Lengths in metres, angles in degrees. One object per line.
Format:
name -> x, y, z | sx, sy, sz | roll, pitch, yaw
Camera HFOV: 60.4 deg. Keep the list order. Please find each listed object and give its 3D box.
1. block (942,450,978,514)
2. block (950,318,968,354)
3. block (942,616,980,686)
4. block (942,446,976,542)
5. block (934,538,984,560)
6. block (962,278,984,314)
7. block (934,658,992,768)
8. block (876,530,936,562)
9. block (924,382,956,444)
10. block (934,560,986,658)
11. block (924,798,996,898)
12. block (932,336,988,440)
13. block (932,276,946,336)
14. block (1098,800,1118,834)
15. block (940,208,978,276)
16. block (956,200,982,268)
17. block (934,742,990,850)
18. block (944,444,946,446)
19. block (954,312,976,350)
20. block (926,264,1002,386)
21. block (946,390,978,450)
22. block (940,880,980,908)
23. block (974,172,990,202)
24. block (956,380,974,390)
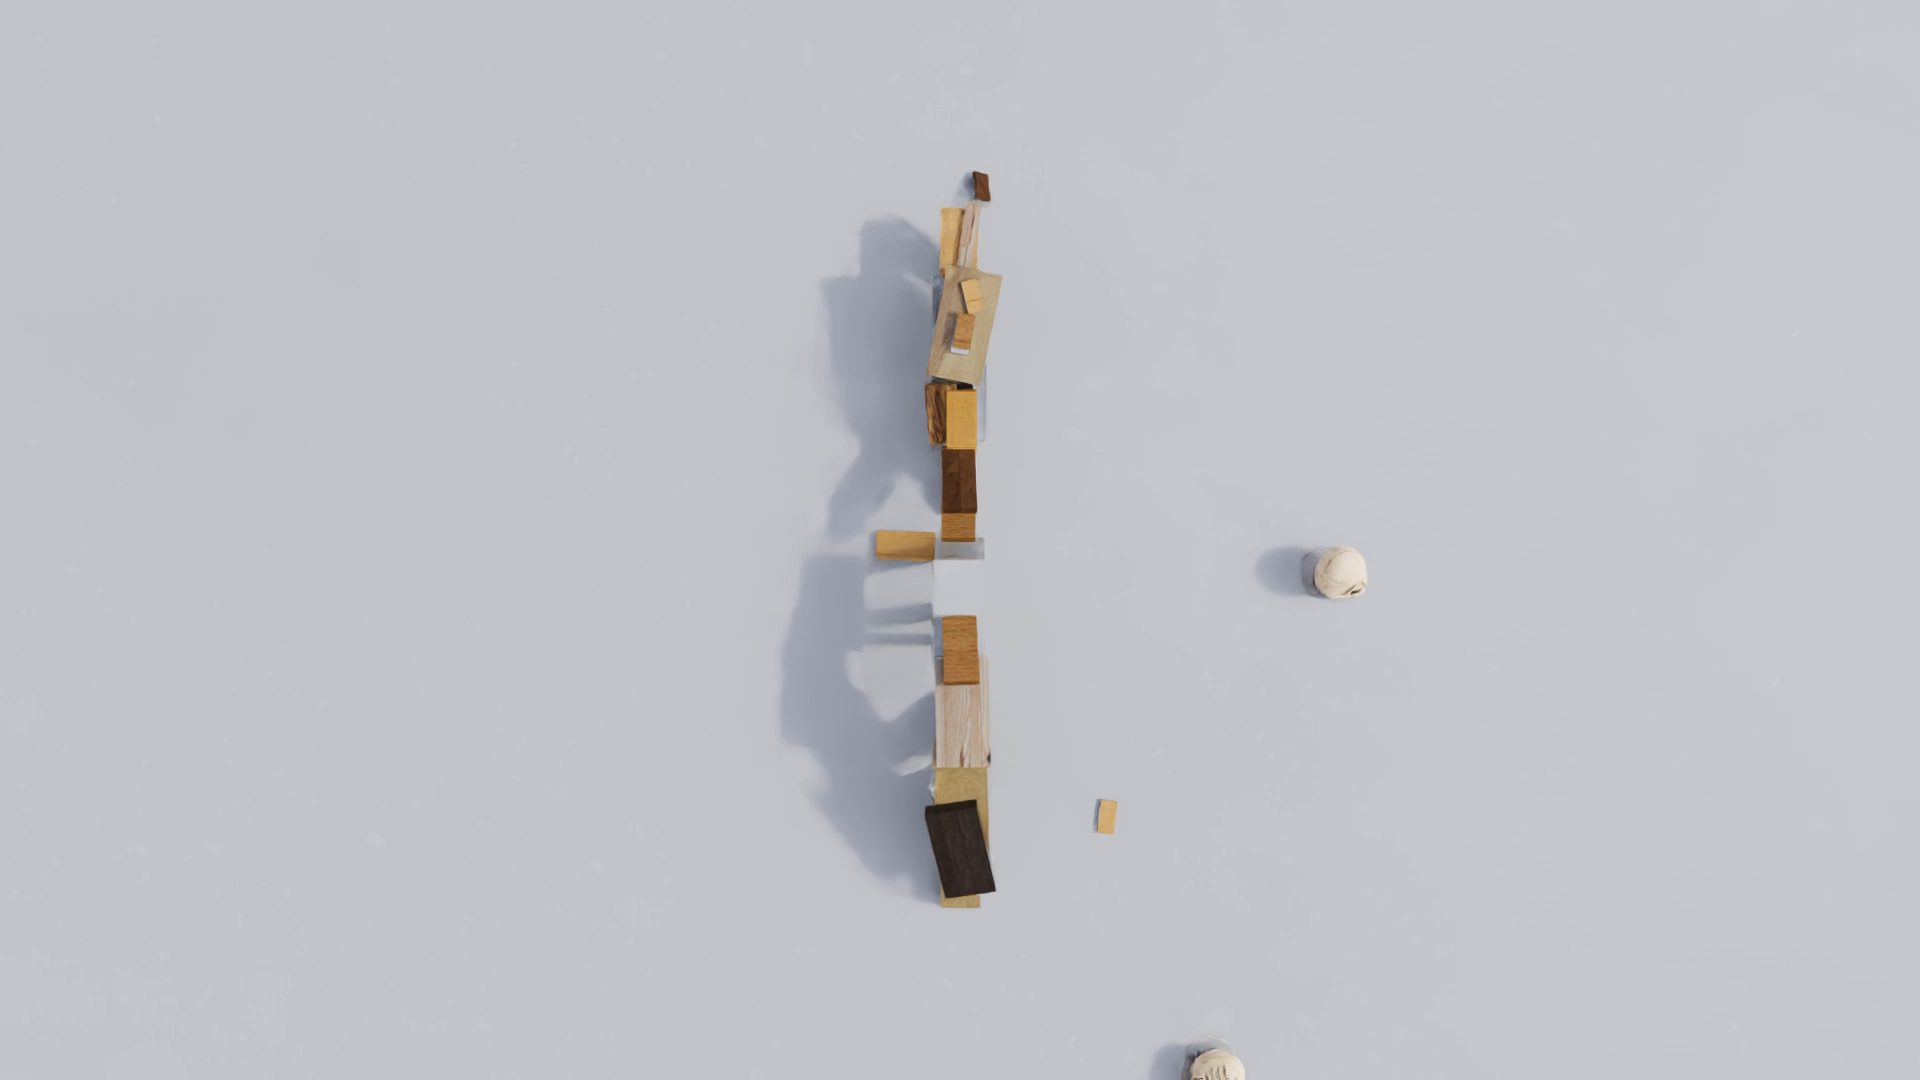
block -> -0.003, -0.187, 5.244 | 0.107, 0.030, 0.213 | -2, 64, -2
block -> 0.006, -0.643, 5.203 | 0.054, 0.015, 0.109 | 8, 106, -3
block -> 0.001, 0.339, 5.075 | 0.107, 0.030, 0.213 | -2, 68, 0
block -> -0.004, -0.148, 5.260 | 0.107, 0.030, 0.334 | 1, 62, 0
block -> -0.001, 0.064, 5.340 | 0.162, 0.323, 0.046 | 0, 109, 0
block -> 0.039, -0.765, 5.168 | 0.050, 0.014, 0.100 | -13, 106, 4
block -> 0.009, 0.533, 5.099 | 0.167, 0.047, 0.334 | -1, 88, 0
block -> -0.181, 0.019, 5.486 | 0.194, 0.027, 0.097 | 2, 90, 0
block -> -0.058, -0.407, 5.284 | 0.097, 0.027, 0.194 | -2, 112, 6
block -> -0.001, 0.225, 5.152 | 0.162, 0.046, 0.323 | 0, 90, 0
block -> 0.003, 0.986, 5.258 | 0.167, 0.047, 0.334 | -9, 116, 7
block -> -0.001, -0.495, 5.391 | 0.176, 0.050, 0.352 | 0, 120, 0
block -> -0.001, -0.696, 5.359 | 0.176, 0.050, 0.352 | 0, 135, 0
block -> 0.491, 0.922, 5.492 | 0.054, 0.015, 0.109 | 7, 90, 0
block -> -0.004, -0.943, 5.295 | 0.121, 0.034, 0.241 | 1, 85, 0
block -> 0.029, -0.969, 5.273 | 0.050, 0.014, 0.226 | 9, 85, 1
block -> 0.006, 0.819, 5.230 | 0.167, 0.047, 0.392 | -1, 116, 2
block -> 0.000, -0.342, 5.363 | 0.109, 0.031, 0.218 | 0, 97, 0
block -> 0.013, -0.657, 5.183 | 0.054, 0.015, 0.109 | 9, 106, -3
block -> 0.013, -0.682, 5.226 | 0.176, 0.050, 0.352 | 11, 106, -3
block -> 0.005, -0.383, 5.260 | 0.097, 0.027, 0.194 | -1, 112, -3
block -> 0.002, 1.086, 5.400 | 0.129, 0.036, 0.257 | 0, 112, 0
block -> 0.072, -1.170, 5.465 | 0.050, 0.014, 0.100 | 7, 67, -30
block -> 0.014, -0.514, 5.343 | 0.054, 0.015, 0.108 | -4, 120, 2
